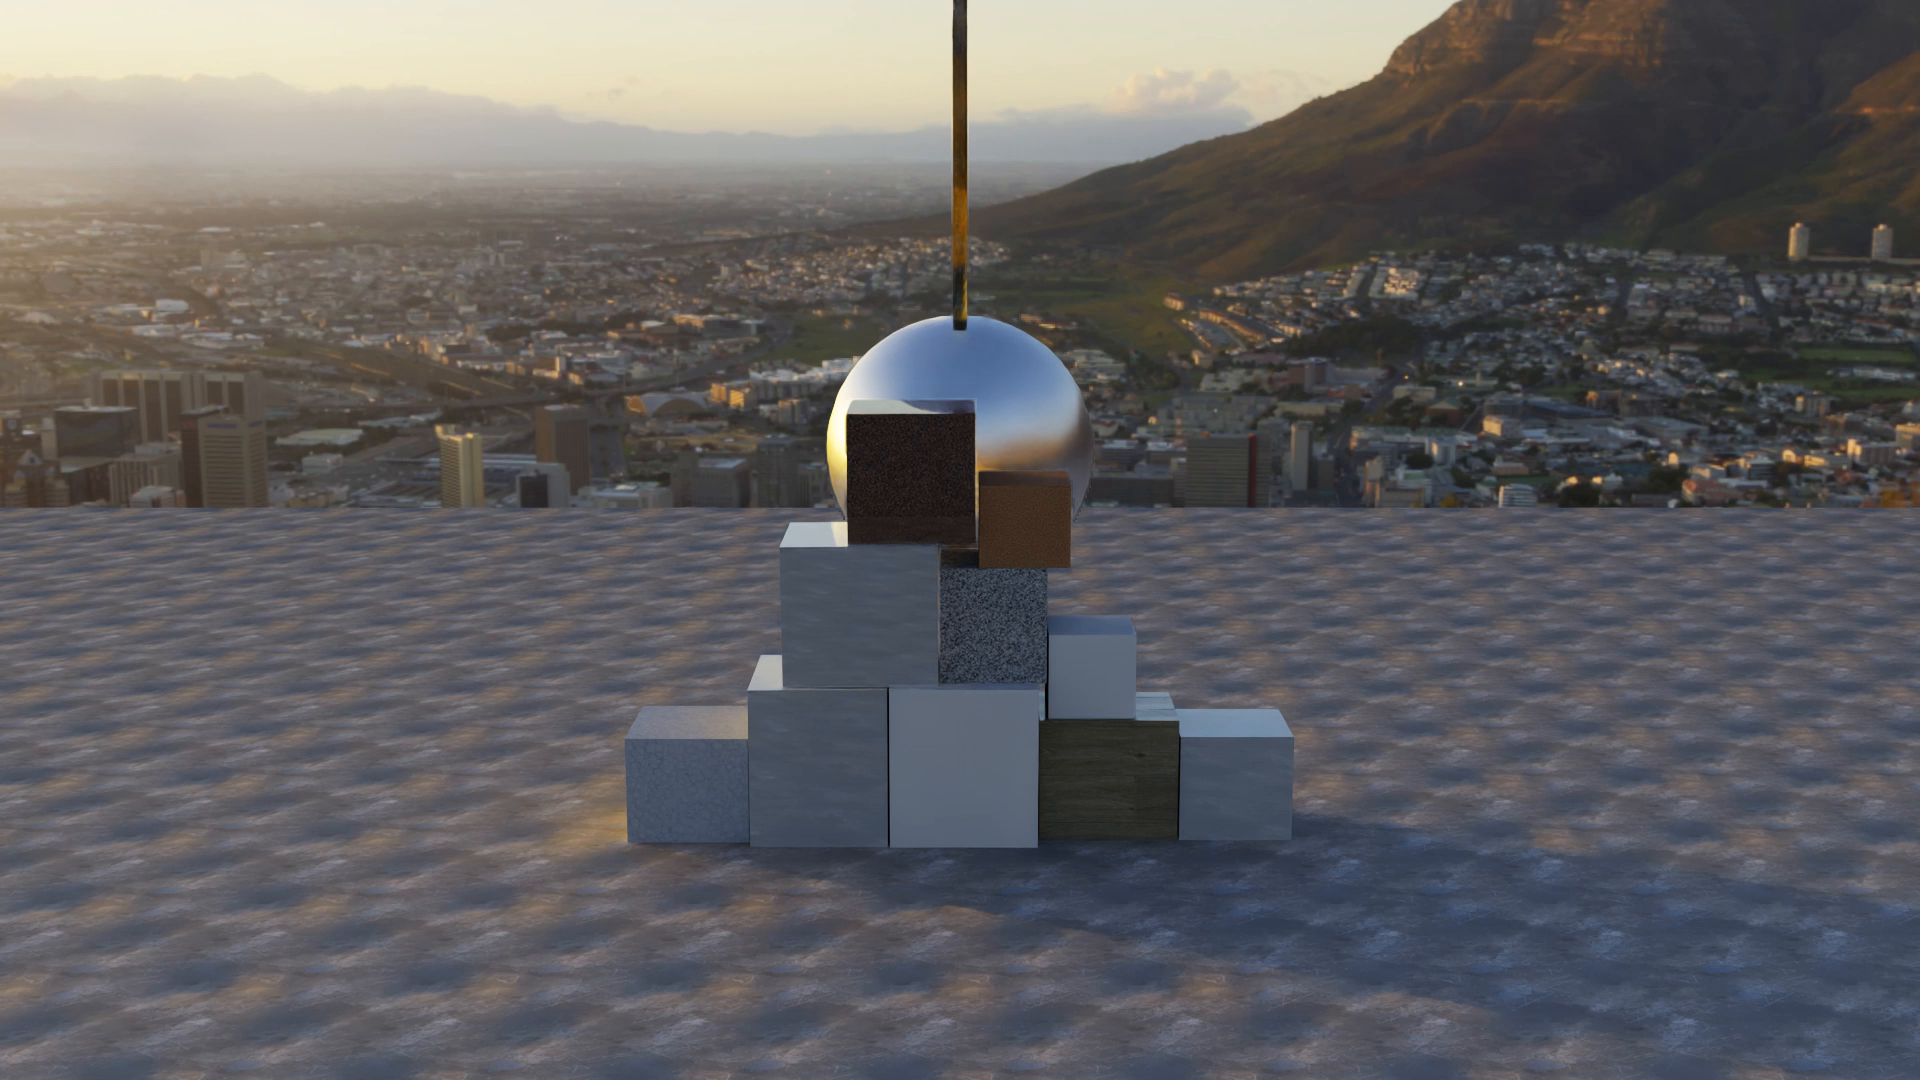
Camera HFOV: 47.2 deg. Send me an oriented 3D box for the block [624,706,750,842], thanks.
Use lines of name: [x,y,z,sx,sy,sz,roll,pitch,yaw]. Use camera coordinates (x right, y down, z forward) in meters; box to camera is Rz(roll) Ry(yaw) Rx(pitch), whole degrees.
block: [-1.375,1.207,11.416,0.618,0.541,0.657,0,10,0]

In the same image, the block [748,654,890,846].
block: [-0.709,1.078,11.372,0.694,0.811,0.764,0,10,0]

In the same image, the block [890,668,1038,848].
block: [0.020,1.074,11.383,0.744,0.815,0.807,0,10,0]

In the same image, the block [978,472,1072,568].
block: [0.323,-0.109,11.167,0.455,0.414,0.489,0,10,0]

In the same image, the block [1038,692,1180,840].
block: [0.752,1.165,11.396,0.701,0.630,0.582,0,10,0]

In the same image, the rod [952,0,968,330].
rod: [0.000,-3.475,11.462,0.080,5.200,0.080,0,31,0]

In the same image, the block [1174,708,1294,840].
block: [1.398,1.209,11.405,0.571,0.540,0.557,0,10,0]

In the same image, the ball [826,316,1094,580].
ball: [0.000,-0.546,13.189,1.600,1.600,1.600,0,10,0]

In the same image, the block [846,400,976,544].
block: [-0.242,-0.352,11.126,0.636,0.650,0.569,0,10,0]

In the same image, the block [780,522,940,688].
block: [-0.499,0.321,11.253,0.776,0.715,0.710,0,10,0]

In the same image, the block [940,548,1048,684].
block: [0.168,0.382,11.264,0.533,0.587,0.547,0,10,0]

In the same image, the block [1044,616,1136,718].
block: [0.665,0.647,11.284,0.440,0.431,0.463,0,10,0]
